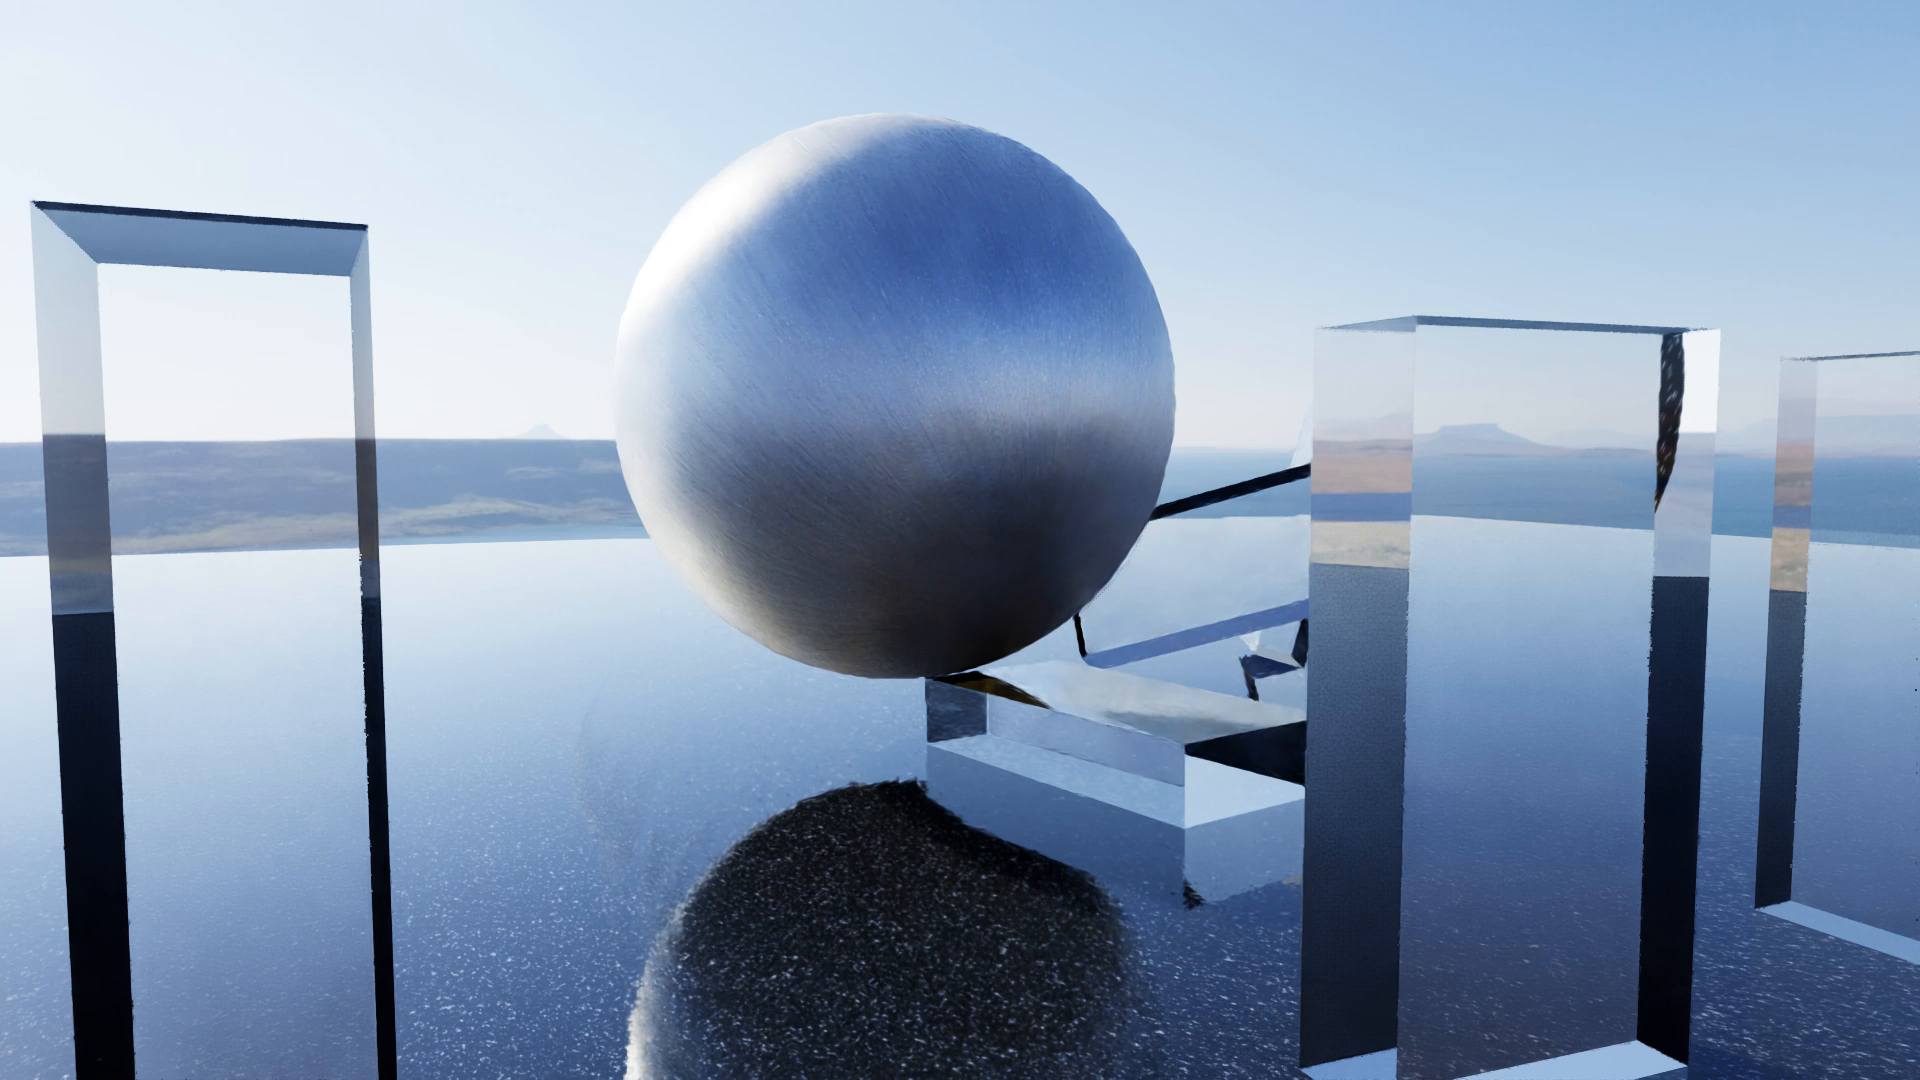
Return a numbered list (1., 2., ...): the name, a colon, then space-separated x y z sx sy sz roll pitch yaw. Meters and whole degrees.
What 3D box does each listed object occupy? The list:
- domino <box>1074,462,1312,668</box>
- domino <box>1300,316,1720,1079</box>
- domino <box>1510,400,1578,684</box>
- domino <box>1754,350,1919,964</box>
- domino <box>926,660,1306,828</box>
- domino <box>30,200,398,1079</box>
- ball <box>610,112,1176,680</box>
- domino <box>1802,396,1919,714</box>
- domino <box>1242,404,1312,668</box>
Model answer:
1. domino: 0.045 0.005 0.235 0.050 0.025 0.010 -16 -27 15
2. domino: 0.037 0.011 0.086 0.025 0.050 0.009 -2 5 -22
3. domino: 0.109 0.000 0.240 0.009 0.050 0.025 2 5 25
4. domino: 0.082 0.010 0.106 0.010 0.050 0.025 -2 5 -25
5. domino: 0.020 0.025 0.169 0.025 0.009 0.050 -3 5 -36
6. domino: -0.030 0.013 0.055 0.009 0.050 0.025 -2 5 -27
7. ball: -0.009 -0.020 0.186 0.080 0.080 0.080 0 4 0
8. domino: 0.149 0.002 0.211 0.025 0.050 0.010 -4 6 -42
9. domino: 0.068 -0.002 0.254 0.010 0.050 0.025 16 6 4
